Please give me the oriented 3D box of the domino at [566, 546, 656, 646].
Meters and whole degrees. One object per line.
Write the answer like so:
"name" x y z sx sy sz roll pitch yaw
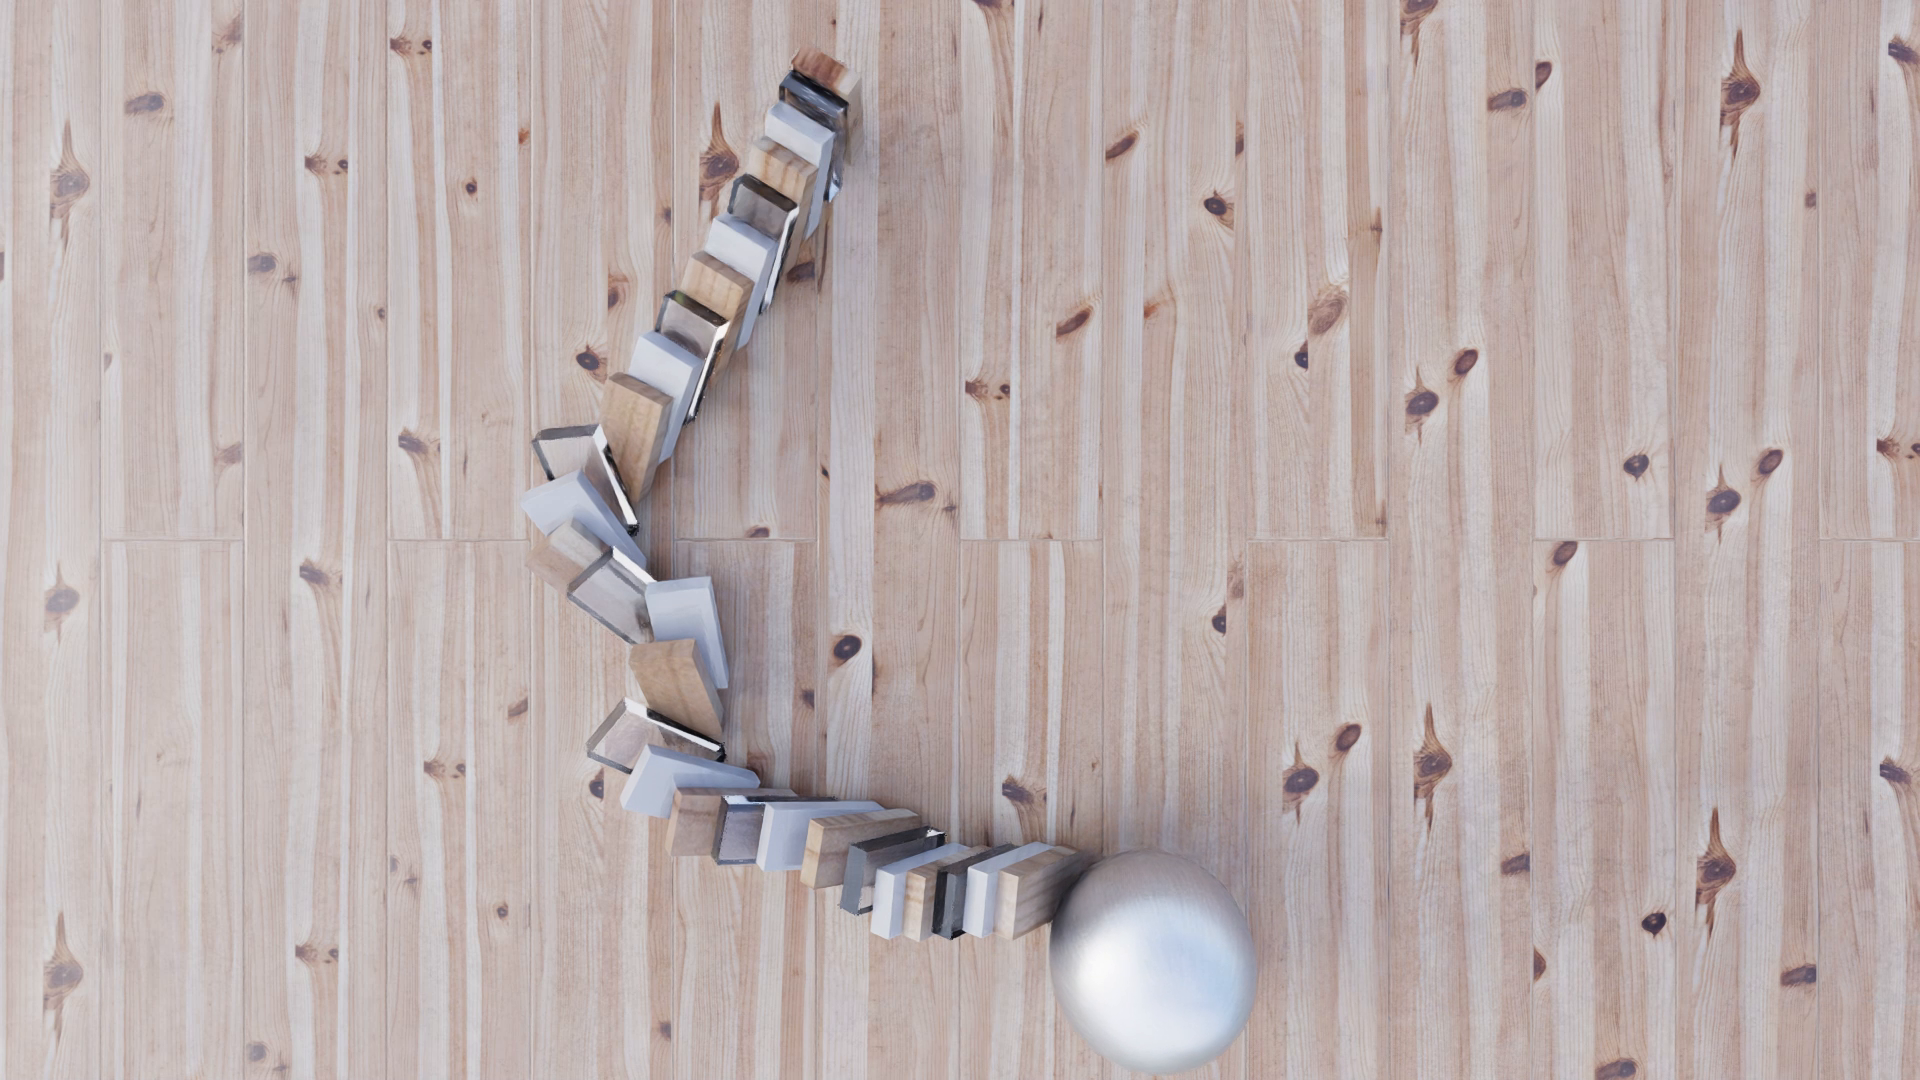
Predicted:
"domino" -0.135 0.028 0.382 0.025 0.010 0.050 -40 122 3

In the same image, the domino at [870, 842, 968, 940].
"domino" -0.015 0.143 0.377 0.009 0.050 0.025 6 90 37

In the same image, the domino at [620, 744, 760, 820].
"domino" -0.112 0.104 0.382 0.050 0.009 0.025 26 91 -33

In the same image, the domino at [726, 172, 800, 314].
"domino" -0.085 -0.122 0.379 0.025 0.010 0.050 31 134 0

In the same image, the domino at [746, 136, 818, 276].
"domino" -0.077 -0.137 0.378 0.025 0.050 0.010 31 50 0

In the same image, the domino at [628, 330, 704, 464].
"domino" -0.127 -0.059 0.383 0.025 0.010 0.050 31 122 0

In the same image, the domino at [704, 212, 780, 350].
"domino" -0.095 -0.106 0.381 0.025 0.009 0.050 31 129 0

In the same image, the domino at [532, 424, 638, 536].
"domino" -0.155 -0.023 0.381 0.025 0.009 0.050 -5 127 3

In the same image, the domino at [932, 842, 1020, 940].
"domino" 0.009 0.144 0.377 0.010 0.050 0.025 5 90 37

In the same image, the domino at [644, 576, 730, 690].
"domino" -0.113 0.040 0.383 0.025 0.010 0.050 -6 118 -7

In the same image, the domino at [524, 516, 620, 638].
"domino" -0.151 0.016 0.381 0.025 0.010 0.050 -38 123 6

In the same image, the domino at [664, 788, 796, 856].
"domino" -0.095 0.117 0.383 0.050 0.009 0.025 11 91 -32

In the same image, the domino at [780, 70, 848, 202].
"domino" -0.061 -0.164 0.375 0.025 0.050 0.010 31 69 0

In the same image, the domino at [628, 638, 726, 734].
"domino" -0.116 0.062 0.380 0.025 0.010 0.050 -6 132 0

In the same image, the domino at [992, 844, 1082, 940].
"domino" 0.033 0.144 0.377 0.009 0.050 0.025 5 90 37

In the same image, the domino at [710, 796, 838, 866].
"domino" -0.076 0.121 0.383 0.050 0.009 0.025 10 90 -32

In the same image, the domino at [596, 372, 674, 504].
"domino" -0.139 -0.042 0.383 0.025 0.010 0.050 26 121 0

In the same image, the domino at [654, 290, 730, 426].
"domino" -0.116 -0.075 0.382 0.025 0.009 0.050 31 123 0

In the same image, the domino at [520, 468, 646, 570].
"domino" -0.156 -0.003 0.381 0.025 0.009 0.050 -23 124 3

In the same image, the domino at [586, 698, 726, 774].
"domino" -0.126 0.087 0.381 0.050 0.009 0.025 38 94 -34

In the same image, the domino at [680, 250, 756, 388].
"domino" -0.106 -0.091 0.382 0.025 0.010 0.050 31 126 0

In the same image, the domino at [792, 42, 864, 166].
"domino" -0.053 -0.176 0.375 0.025 0.050 0.009 31 81 0

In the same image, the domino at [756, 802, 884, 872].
"domino" -0.058 0.123 0.383 0.050 0.010 0.025 10 90 -32

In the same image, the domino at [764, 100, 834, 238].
"domino" -0.068 -0.151 0.376 0.025 0.050 0.009 31 59 0

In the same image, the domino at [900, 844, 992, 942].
"domino" -0.003 0.144 0.377 0.009 0.050 0.025 5 90 37

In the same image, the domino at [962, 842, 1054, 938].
"domino" 0.021 0.143 0.377 0.009 0.050 0.025 5 90 37

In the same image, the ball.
"ball" 0.075 0.164 0.360 0.080 0.080 0.080 0 90 0

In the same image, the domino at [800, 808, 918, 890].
"domino" -0.041 0.127 0.379 0.050 0.009 0.025 9 90 -44

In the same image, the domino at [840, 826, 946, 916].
"domino" -0.027 0.135 0.377 0.009 0.050 0.025 9 90 37
